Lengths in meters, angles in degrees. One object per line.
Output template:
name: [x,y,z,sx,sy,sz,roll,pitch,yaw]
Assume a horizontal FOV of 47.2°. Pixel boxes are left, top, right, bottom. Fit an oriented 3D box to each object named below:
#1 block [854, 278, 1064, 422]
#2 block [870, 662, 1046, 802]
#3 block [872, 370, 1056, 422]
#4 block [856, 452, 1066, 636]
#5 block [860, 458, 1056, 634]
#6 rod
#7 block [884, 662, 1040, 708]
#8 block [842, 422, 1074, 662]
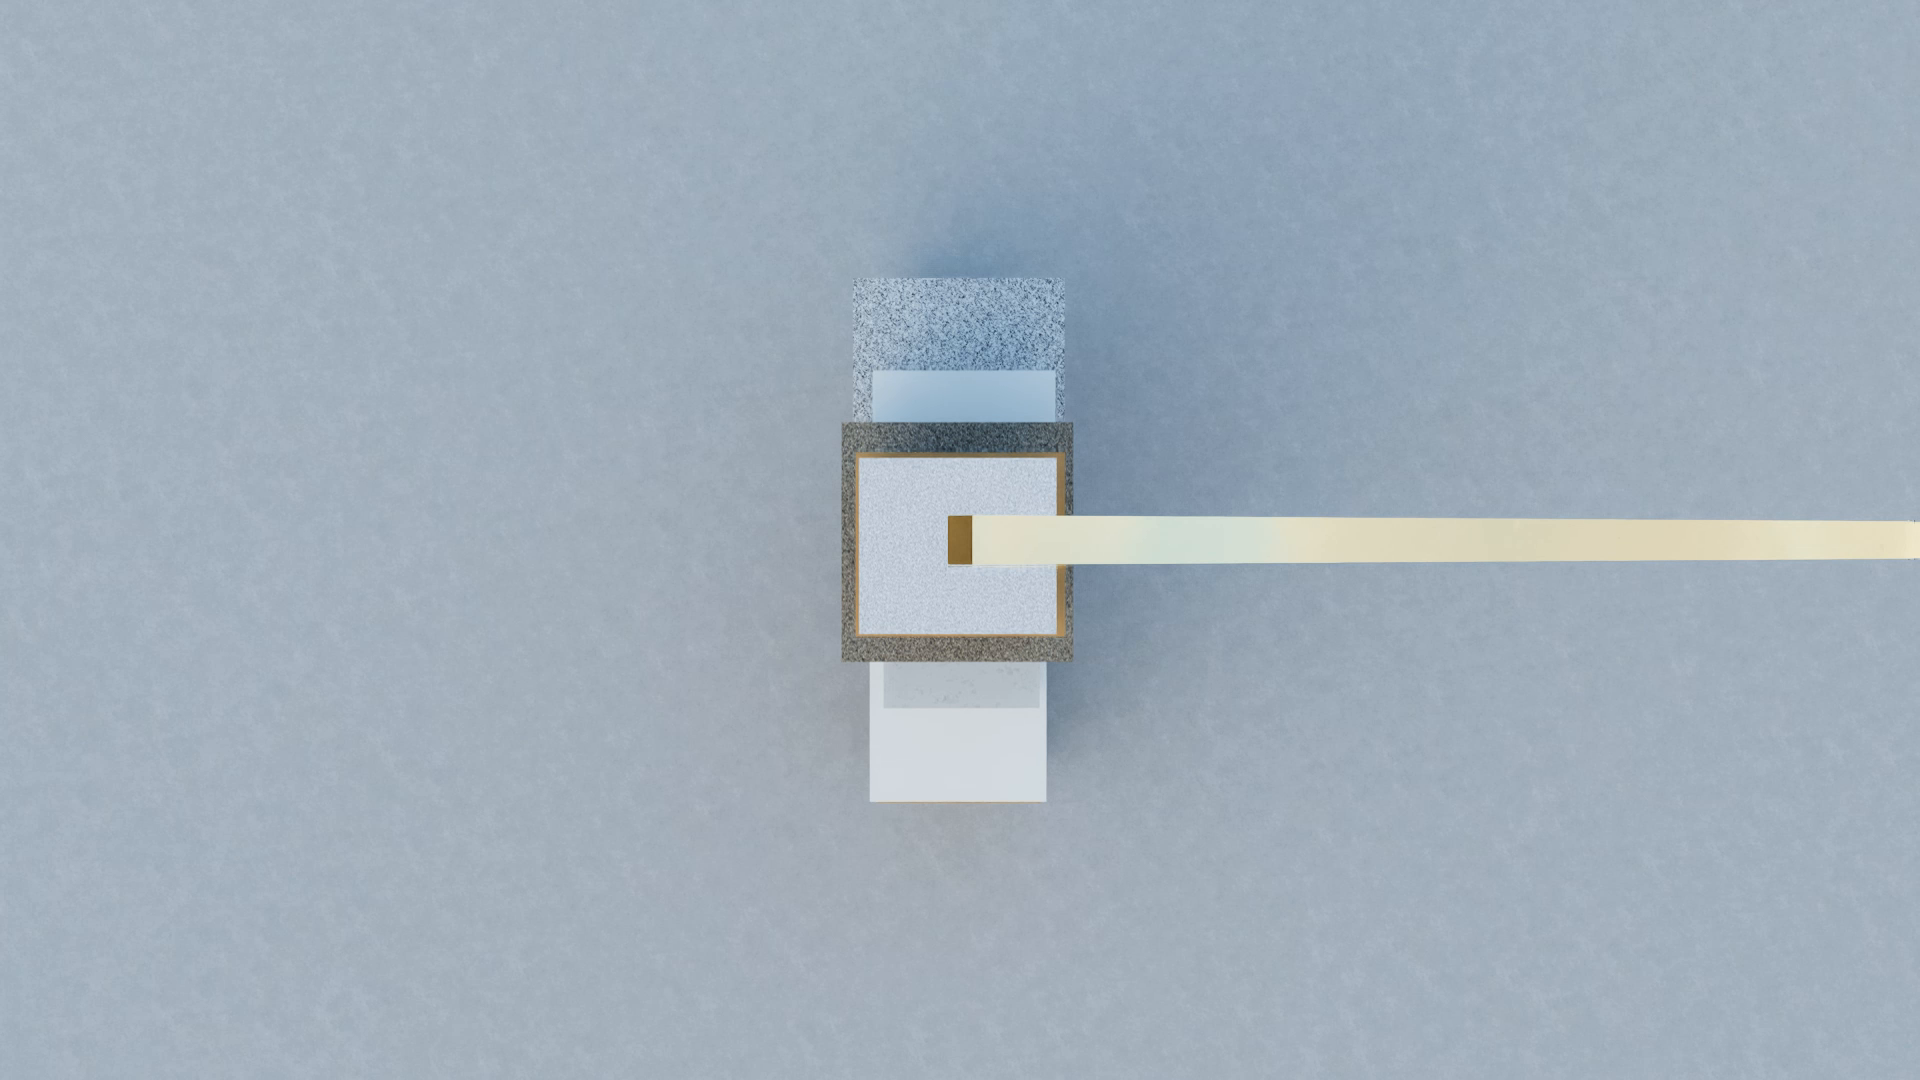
block: [-0.006,-0.815,11.502,1.060,0.977,0.995,0,90,0]
block: [-0.009,0.893,11.463,0.886,0.860,0.840,0,90,0]
block: [0.019,-0.395,10.602,0.845,0.822,0.783,0,90,0]
block: [0.001,0.015,8.280,0.754,0.723,0.663,0,90,0]
block: [-0.007,0.018,7.604,0.654,0.630,0.585,0,90,0]
rod: [2.234,0.000,4.902,5.200,0.080,0.080,0,90,-31]
block: [0.006,0.393,10.632,0.726,0.803,0.785,0,90,0]
block: [-0.011,0.007,9.774,0.986,0.839,1.019,0,90,0]
